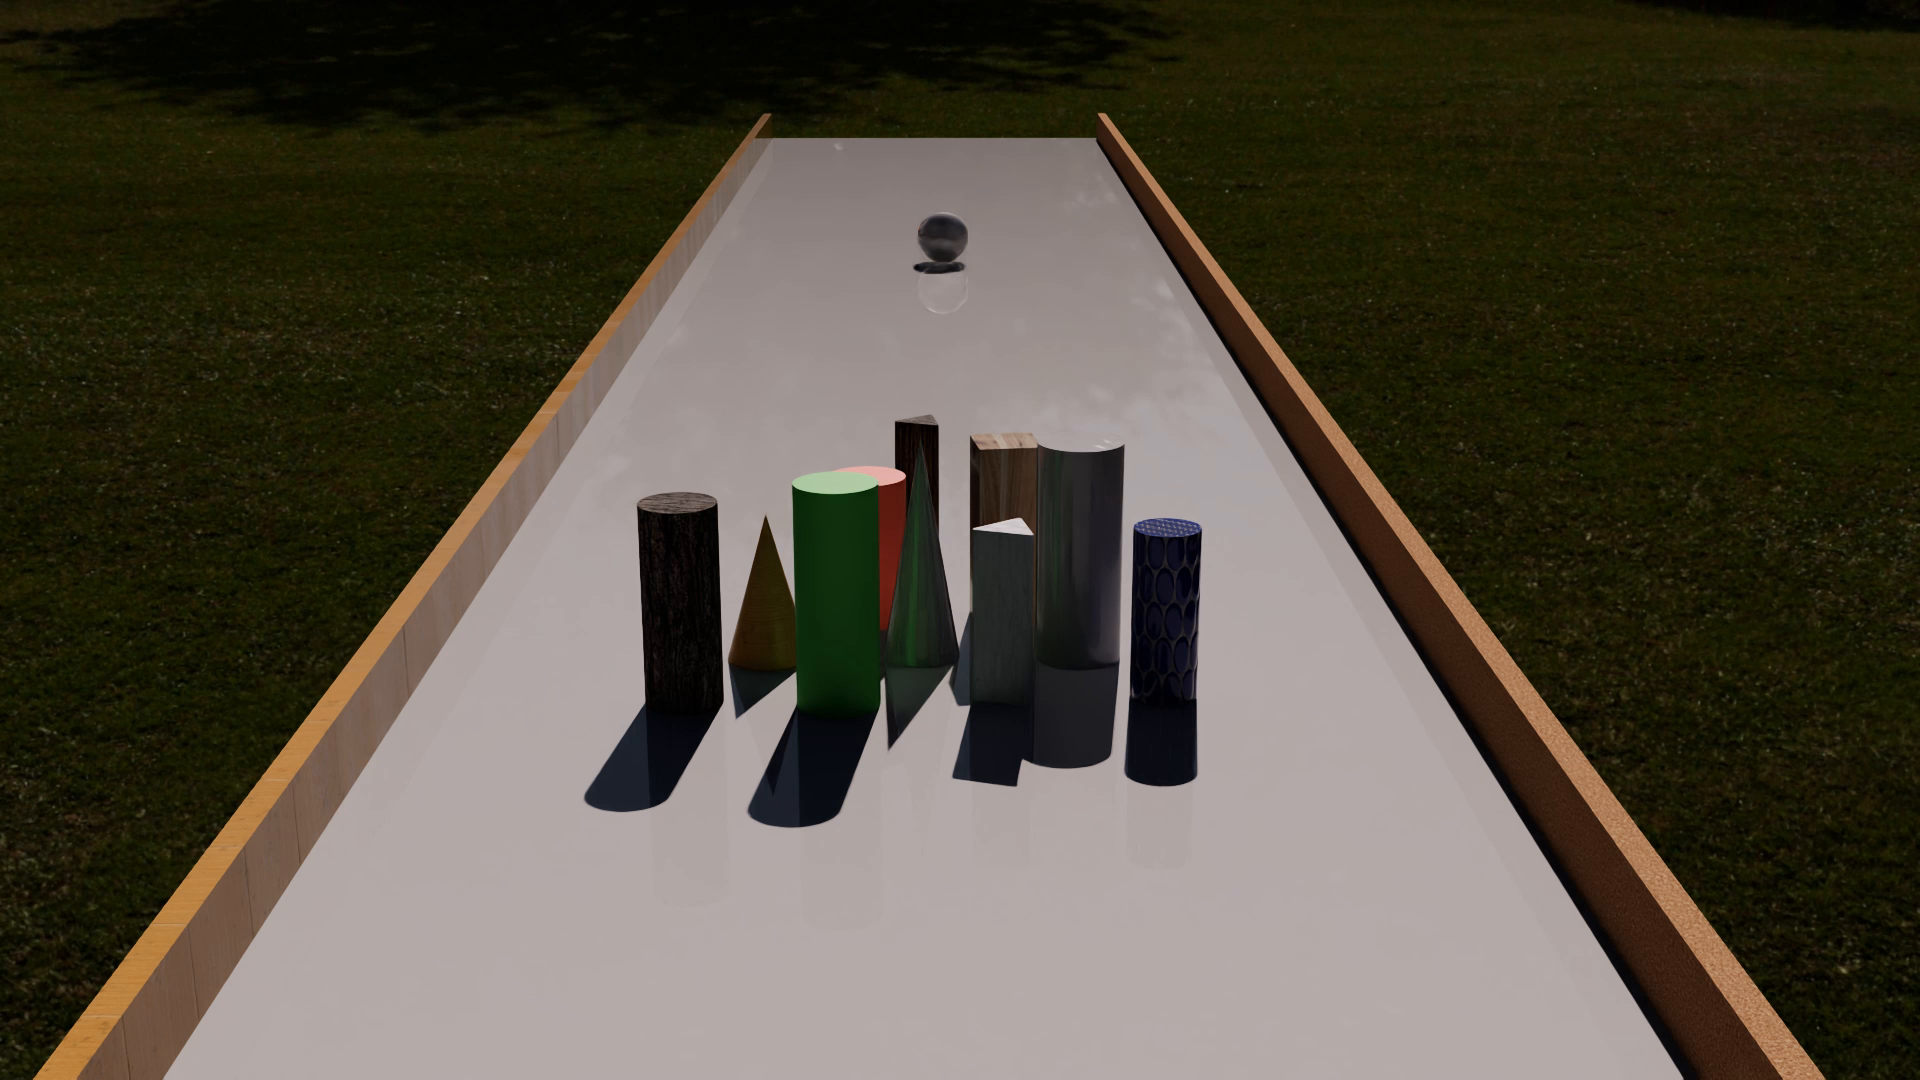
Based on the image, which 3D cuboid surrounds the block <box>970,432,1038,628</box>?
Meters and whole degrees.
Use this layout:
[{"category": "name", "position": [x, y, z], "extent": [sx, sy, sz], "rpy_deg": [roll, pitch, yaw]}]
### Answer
[{"category": "block", "position": [0.095, -0.019, 4.606], "extent": [0.130, 0.389, 0.130], "rpy_deg": [-2, 17, -8]}]

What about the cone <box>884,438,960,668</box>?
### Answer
[{"category": "cone", "position": [-0.077, 0.014, 4.379], "extent": [0.155, 0.456, 0.155], "rpy_deg": [0, 17, 0]}]

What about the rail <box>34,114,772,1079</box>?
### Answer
[{"category": "rail", "position": [-1.118, -0.838, 7.780], "extent": [0.050, 0.150, 12.000], "rpy_deg": [0, 17, -1]}]

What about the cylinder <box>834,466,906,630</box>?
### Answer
[{"category": "cylinder", "position": [-0.195, 0.017, 4.624], "extent": [0.165, 0.312, 0.165], "rpy_deg": [0, 17, 0]}]

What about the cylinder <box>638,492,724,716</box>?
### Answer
[{"category": "cylinder", "position": [-0.524, 0.119, 4.134], "extent": [0.148, 0.394, 0.148], "rpy_deg": [0, 17, 0]}]

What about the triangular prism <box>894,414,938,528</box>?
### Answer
[{"category": "triangular prism", "position": [-0.081, -0.097, 4.923], "extent": [0.102, 0.359, 0.088], "rpy_deg": [6, 18, 20]}]

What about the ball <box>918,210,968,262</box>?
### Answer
[{"category": "ball", "position": [-0.071, -1.249, 9.052], "extent": [0.213, 0.213, 0.213], "rpy_deg": [0, 17, 0]}]

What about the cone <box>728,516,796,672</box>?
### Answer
[{"category": "cone", "position": [-0.384, 0.093, 4.386], "extent": [0.168, 0.302, 0.168], "rpy_deg": [0, 17, 0]}]

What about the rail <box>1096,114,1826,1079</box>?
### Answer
[{"category": "rail", "position": [0.932, -0.844, 7.801], "extent": [0.050, 0.150, 12.000], "rpy_deg": [0, 17, -1]}]

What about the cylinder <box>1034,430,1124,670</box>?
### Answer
[{"category": "cylinder", "position": [0.237, 0.020, 4.376], "extent": [0.172, 0.446, 0.172], "rpy_deg": [0, 17, 0]}]

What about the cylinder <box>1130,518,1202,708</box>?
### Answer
[{"category": "cylinder", "position": [0.390, 0.138, 4.174], "extent": [0.129, 0.336, 0.129], "rpy_deg": [0, 17, 0]}]

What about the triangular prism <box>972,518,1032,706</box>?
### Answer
[{"category": "triangular prism", "position": [0.096, 0.134, 4.180], "extent": [0.117, 0.339, 0.102], "rpy_deg": [6, 18, 19]}]

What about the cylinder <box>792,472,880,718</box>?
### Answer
[{"category": "cylinder", "position": [-0.230, 0.103, 4.117], "extent": [0.159, 0.436, 0.159], "rpy_deg": [0, 17, 0]}]
